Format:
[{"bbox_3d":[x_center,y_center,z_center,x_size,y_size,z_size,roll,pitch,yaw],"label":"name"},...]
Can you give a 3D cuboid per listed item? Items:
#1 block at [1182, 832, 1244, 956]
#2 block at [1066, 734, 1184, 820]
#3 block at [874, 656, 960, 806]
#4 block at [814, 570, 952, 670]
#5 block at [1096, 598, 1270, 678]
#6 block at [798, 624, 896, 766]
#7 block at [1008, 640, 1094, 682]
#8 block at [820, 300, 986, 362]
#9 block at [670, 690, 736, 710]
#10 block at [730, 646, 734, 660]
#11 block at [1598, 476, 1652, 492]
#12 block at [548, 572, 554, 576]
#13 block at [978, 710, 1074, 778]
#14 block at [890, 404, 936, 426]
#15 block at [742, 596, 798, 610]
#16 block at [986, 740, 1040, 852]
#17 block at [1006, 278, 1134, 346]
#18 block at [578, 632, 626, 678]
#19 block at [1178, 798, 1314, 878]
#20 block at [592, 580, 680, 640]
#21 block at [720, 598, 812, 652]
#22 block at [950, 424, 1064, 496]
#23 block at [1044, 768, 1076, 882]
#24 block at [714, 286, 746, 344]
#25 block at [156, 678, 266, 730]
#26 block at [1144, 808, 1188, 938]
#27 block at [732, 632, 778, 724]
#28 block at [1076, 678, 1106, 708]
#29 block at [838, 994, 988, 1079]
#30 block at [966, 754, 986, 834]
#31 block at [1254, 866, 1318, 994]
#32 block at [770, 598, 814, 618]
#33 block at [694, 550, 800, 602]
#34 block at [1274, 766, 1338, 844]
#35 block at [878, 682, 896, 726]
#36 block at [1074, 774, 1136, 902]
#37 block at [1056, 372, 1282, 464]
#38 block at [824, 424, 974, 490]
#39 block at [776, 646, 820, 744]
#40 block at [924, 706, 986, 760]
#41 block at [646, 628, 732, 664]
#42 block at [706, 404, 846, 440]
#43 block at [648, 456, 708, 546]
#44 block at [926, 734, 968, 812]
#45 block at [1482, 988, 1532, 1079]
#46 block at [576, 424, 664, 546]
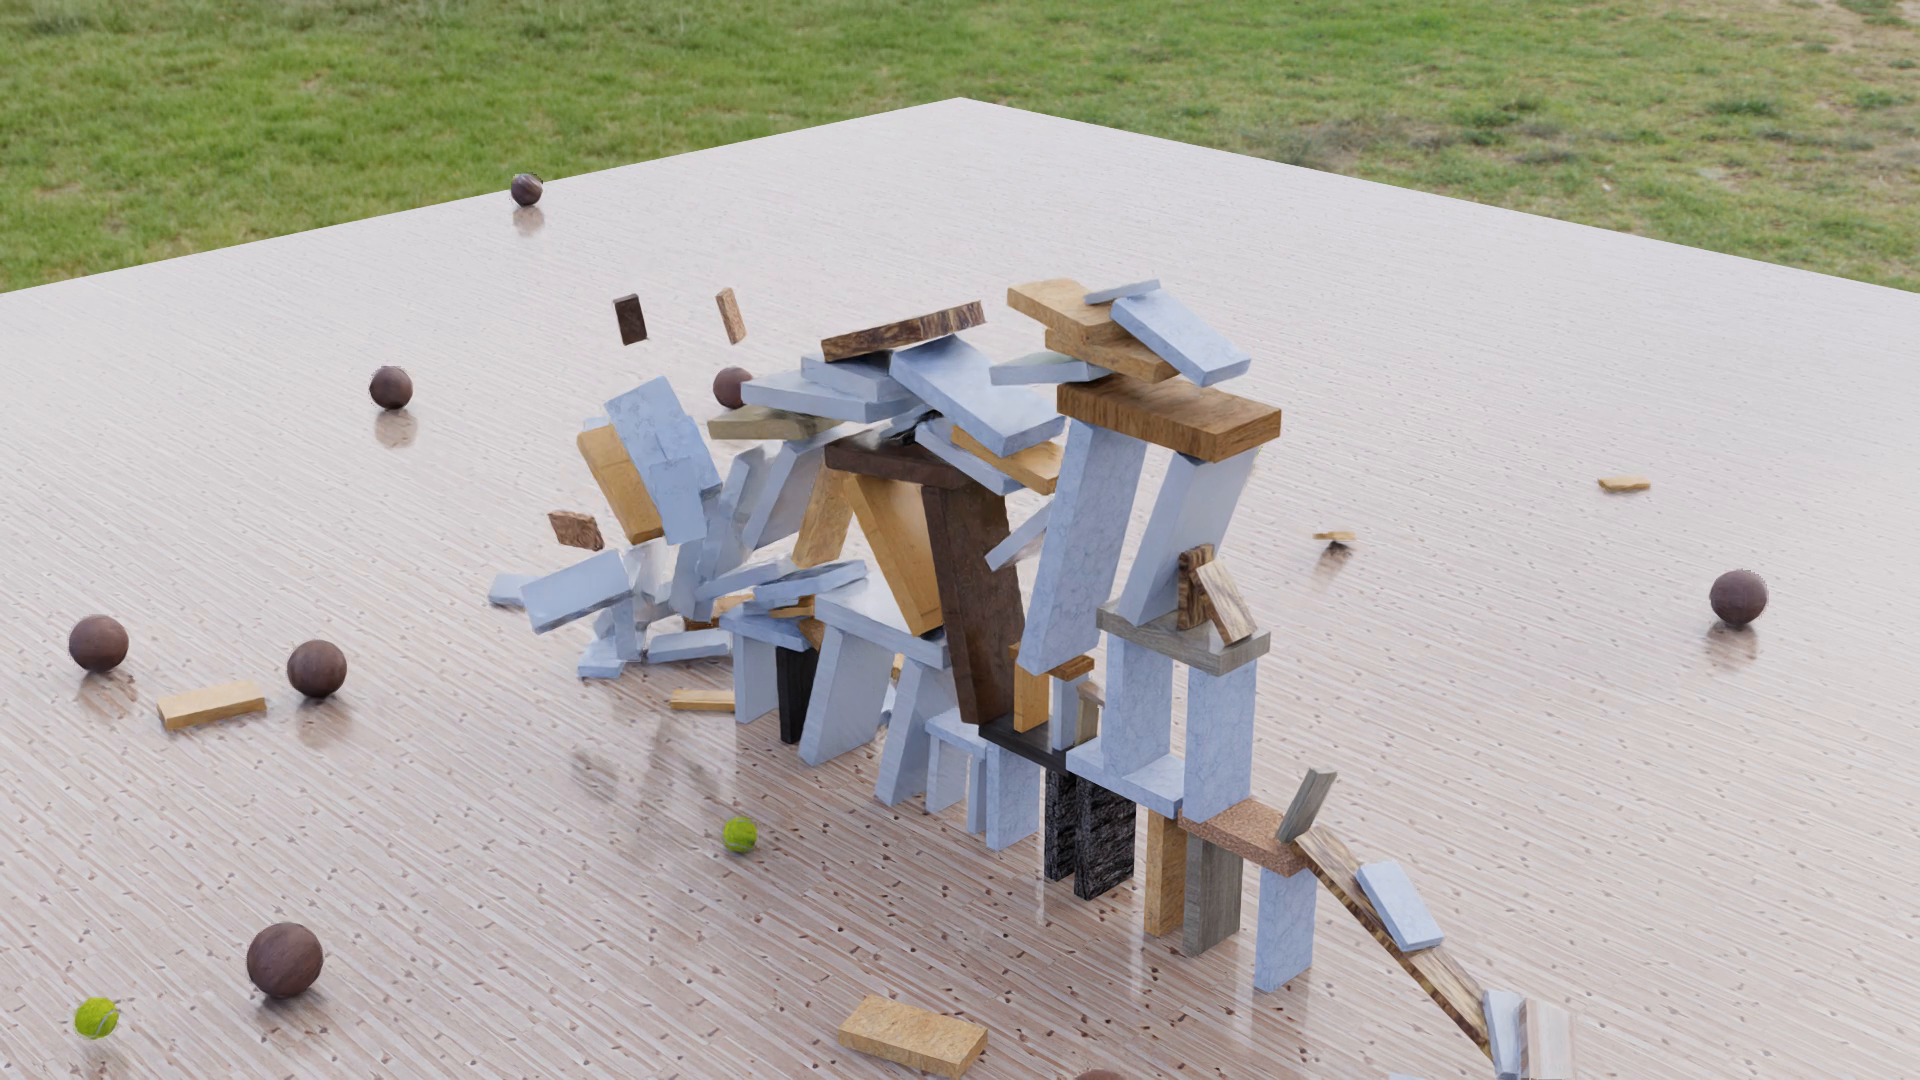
[{"bbox_3d":[0.461,0.619,3.987,0.123,0.246,0.035,-21,31,-41],"label":"block"},{"bbox_3d":[0.334,0.428,4.039,0.130,0.037,0.260,-21,31,-40],"label":"block"},{"bbox_3d":[-0.063,0.361,4.452,0.178,0.356,0.050,-21,47,-41],"label":"block"},{"bbox_3d":[-0.104,0.158,4.412,0.356,0.050,0.178,20,30,39],"label":"block"},{"bbox_3d":[0.390,0.157,3.863,0.140,0.040,0.280,-21,31,-40],"label":"block"},{"bbox_3d":[-0.227,0.298,4.603,0.178,0.356,0.050,-21,48,-41],"label":"block"},{"bbox_3d":[0.171,0.222,4.136,0.150,0.021,0.075,21,31,40],"label":"block"},{"bbox_3d":[-0.113,-0.401,4.238,0.158,0.045,0.316,-20,9,-37],"label":"block"},{"bbox_3d":[-0.561,0.357,4.898,0.159,0.017,0.061,1,23,3],"label":"block"},{"bbox_3d":[-0.472,0.278,5.071,0.094,0.027,0.188,-5,23,-11],"label":"block"},{"bbox_3d":[1.847,-0.157,6.107,0.125,0.018,0.063,-5,23,-11],"label":"block"},{"bbox_3d":[-0.972,0.119,5.451,0.159,0.023,0.080,14,27,30],"label":"block"},{"bbox_3d":[0.160,0.381,4.217,0.118,0.033,0.236,-21,31,-40],"label":"block"},{"bbox_3d":[-0.076,-0.245,4.216,0.107,0.015,0.054,-20,-2,39],"label":"block"},{"bbox_3d":[-0.406,0.135,4.707,0.061,0.017,0.122,-6,0,-40],"label":"block"},{"bbox_3d":[0.105,0.483,4.321,0.033,0.236,0.118,21,31,40],"label":"block"},{"bbox_3d":[0.200,-0.400,3.833,0.123,0.035,0.247,-13,28,-29],"label":"block"},{"bbox_3d":[-0.819,0.264,5.104,0.094,0.027,0.188,2,23,4],"label":"block"},{"bbox_3d":[0.519,0.513,3.879,0.123,0.035,0.246,-21,31,-40],"label":"block"},{"bbox_3d":[-0.703,0.145,5.167,0.301,0.043,0.150,-19,-14,-35],"label":"block"},{"bbox_3d":[-0.396,0.182,4.726,0.221,0.031,0.110,14,27,30],"label":"block"},{"bbox_3d":[0.110,-0.162,4.050,0.238,0.034,0.119,32,37,33],"label":"block"},{"bbox_3d":[0.215,0.526,4.220,0.118,0.236,0.033,-21,30,-41],"label":"block"},{"bbox_3d":[-0.483,-0.474,4.640,0.016,0.110,0.055,-8,22,23],"label":"block"},{"bbox_3d":[-1.657,0.363,4.866,0.212,0.030,0.106,-13,26,-27],"label":"block"},{"bbox_3d":[0.398,0.588,4.043,0.130,0.260,0.037,-21,31,-41],"label":"block"},{"bbox_3d":[-0.446,0.281,4.815,0.031,0.221,0.110,17,29,34],"label":"block"},{"bbox_3d":[0.263,0.286,4.069,0.045,0.013,0.091,-18,34,-37],"label":"block"},{"bbox_3d":[-0.079,0.843,3.733,0.227,0.032,0.113,11,25,24],"label":"block"},{"bbox_3d":[0.056,0.490,4.378,0.088,0.176,0.025,-21,34,-41],"label":"block"},{"bbox_3d":[0.576,0.665,3.880,0.123,0.246,0.035,-21,31,-41],"label":"block"},{"bbox_3d":[-0.336,0.144,4.688,0.137,0.019,0.068,-6,11,46],"label":"block"},{"bbox_3d":[-0.439,0.072,4.690,0.246,0.035,0.123,-17,7,37],"label":"block"},{"bbox_3d":[0.594,0.454,3.772,0.020,0.140,0.070,35,18,33],"label":"block"},{"bbox_3d":[-0.214,0.345,4.904,0.121,0.034,0.241,-10,25,-22],"label":"block"},{"bbox_3d":[0.276,0.540,4.155,0.130,0.260,0.037,-21,31,-40],"label":"block"},{"bbox_3d":[0.353,-0.221,3.750,0.350,0.050,0.175,21,31,40],"label":"block"},{"bbox_3d":[-0.084,-0.163,4.248,0.336,0.048,0.168,11,24,41],"label":"block"},{"bbox_3d":[-0.340,0.318,4.728,0.031,0.220,0.110,18,29,39],"label":"block"},{"bbox_3d":[0.023,0.384,4.369,0.176,0.025,0.088,22,31,40],"label":"block"},{"bbox_3d":[-0.627,0.244,5.117,0.188,0.027,0.094,-7,23,4],"label":"block"},{"bbox_3d":[-0.369,-0.247,4.506,0.148,0.042,0.296,-26,19,-40],"label":"block"},{"bbox_3d":[-0.595,-0.084,4.650,0.088,0.176,0.025,-13,6,-11],"label":"block"},{"bbox_3d":[-0.024,0.459,4.452,0.088,0.176,0.025,-21,36,-41],"label":"block"},{"bbox_3d":[0.901,0.809,3.575,0.081,0.023,0.161,14,41,-11],"label":"block"},{"bbox_3d":[-0.719,-0.133,4.872,0.148,0.042,0.295,-19,61,-26],"label":"block"}]
